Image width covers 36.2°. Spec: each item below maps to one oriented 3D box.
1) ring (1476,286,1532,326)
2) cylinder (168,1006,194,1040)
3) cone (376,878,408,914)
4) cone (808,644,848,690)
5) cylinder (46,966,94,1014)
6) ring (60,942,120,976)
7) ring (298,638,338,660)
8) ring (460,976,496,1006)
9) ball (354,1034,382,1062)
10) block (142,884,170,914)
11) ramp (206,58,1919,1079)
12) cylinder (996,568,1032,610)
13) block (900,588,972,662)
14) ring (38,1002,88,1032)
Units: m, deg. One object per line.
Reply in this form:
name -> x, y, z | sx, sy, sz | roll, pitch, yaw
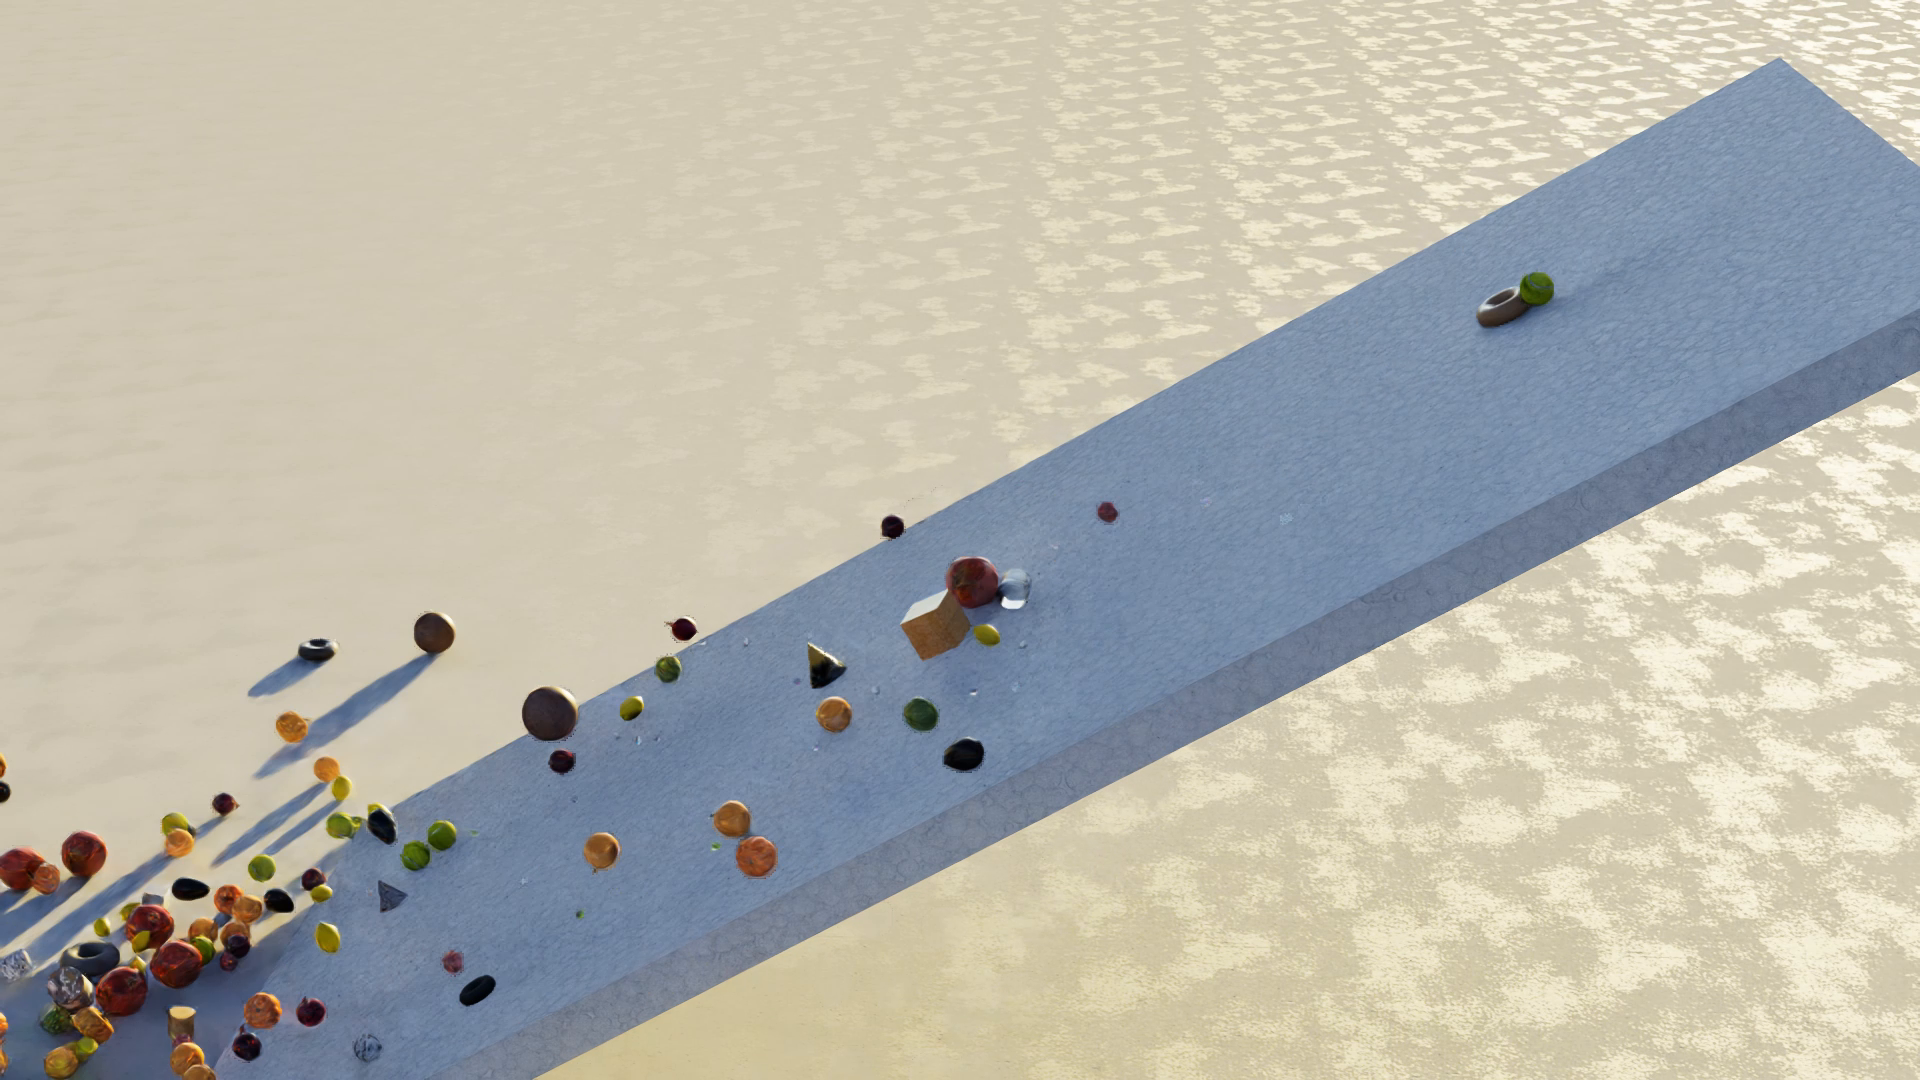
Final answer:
ring -> 1.141, -0.489, 6.159 | 0.127, 0.042, 0.127 | -27, 16, 8
cylinder -> -1.769, 1.099, 6.685 | 0.058, 0.058, 0.058 | 6, 18, -2
cone -> -1.323, 0.809, 6.775 | 0.071, 0.071, 0.071 | -29, 15, 8
cone -> -0.313, 0.265, 6.494 | 0.094, 0.094, 0.094 | -29, 15, 8
cylinder -> -2.024, 1.025, 6.697 | 0.085, 0.085, 0.085 | -1, 63, 2
ring -> -2.081, 1.002, 7.033 | 0.141, 0.047, 0.141 | -1, 17, 0
ring -> -1.971, 0.336, 9.023 | 0.122, 0.041, 0.122 | 1, 18, 0
ring -> -0.959, 0.895, 5.844 | 0.080, 0.027, 0.080 | -29, 16, 9
ball -> -1.178, 1.010, 5.848 | 0.054, 0.054, 0.054 | 0, 19, 0
block -> -2.004, 0.896, 7.330 | 0.052, 0.052, 0.052 | 9, 19, 1
ramp -> 0.142, 0.168, 6.285 | 4.000, 0.100, 2.000 | -28, 15, 12
cylinder -> 0.115, 0.103, 6.218 | 0.066, 0.066, 0.066 | 3, 24, 9
block -> -0.051, 0.180, 6.242 | 0.095, 0.095, 0.095 | -24, 16, 27
ring -> -2.065, 1.095, 6.767 | 0.112, 0.037, 0.112 | 3, 24, -1
